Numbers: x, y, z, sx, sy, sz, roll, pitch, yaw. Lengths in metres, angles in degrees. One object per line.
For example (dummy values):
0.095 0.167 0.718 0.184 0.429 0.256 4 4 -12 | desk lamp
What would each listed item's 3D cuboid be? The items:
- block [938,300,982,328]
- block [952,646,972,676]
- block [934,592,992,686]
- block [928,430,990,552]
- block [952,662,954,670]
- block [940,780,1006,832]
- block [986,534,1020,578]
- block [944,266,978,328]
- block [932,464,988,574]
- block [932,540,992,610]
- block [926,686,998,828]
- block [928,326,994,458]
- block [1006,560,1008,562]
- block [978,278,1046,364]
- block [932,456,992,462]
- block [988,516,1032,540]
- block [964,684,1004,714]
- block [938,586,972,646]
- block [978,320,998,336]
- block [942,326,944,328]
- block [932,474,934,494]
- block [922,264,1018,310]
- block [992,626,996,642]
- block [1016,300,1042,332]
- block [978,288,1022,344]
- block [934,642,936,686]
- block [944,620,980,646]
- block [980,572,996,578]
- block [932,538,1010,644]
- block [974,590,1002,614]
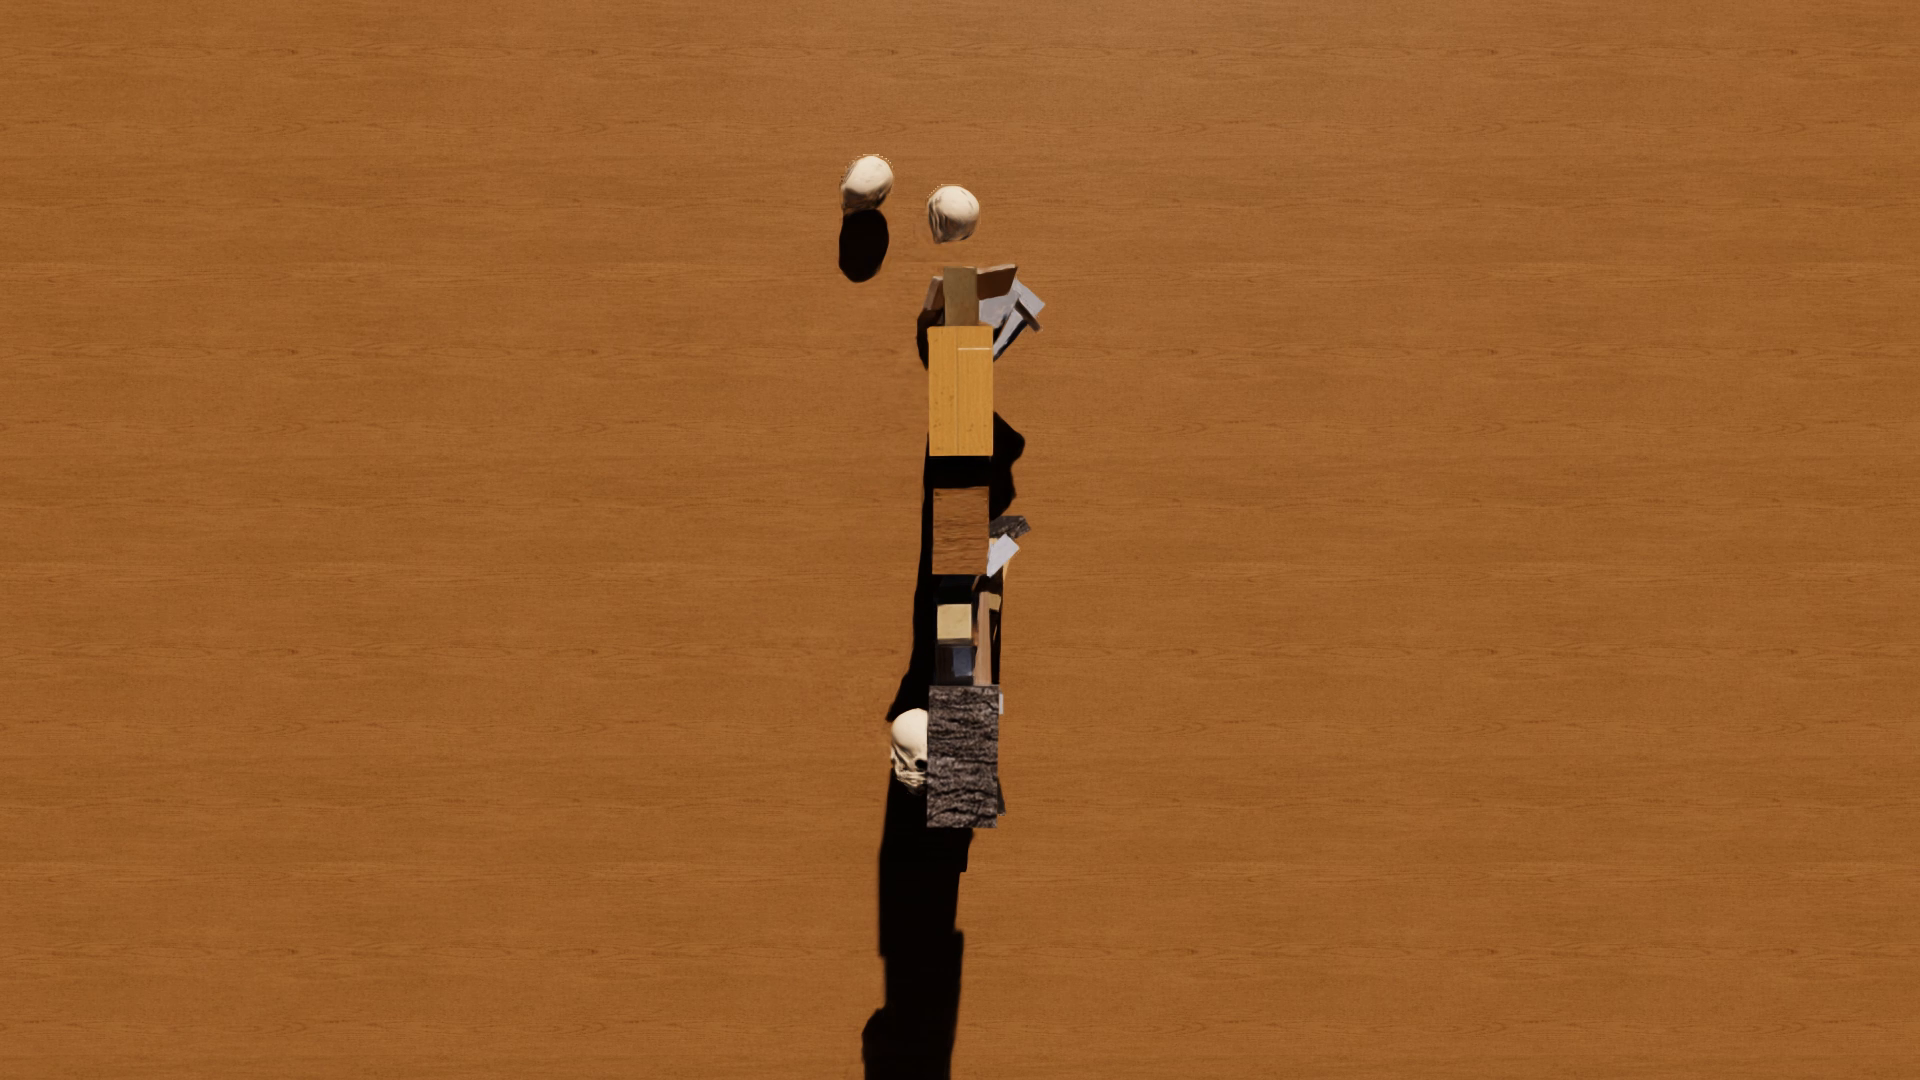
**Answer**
0.019 -0.735 5.337 0.155 0.310 0.044 -20 90 -6 | block
0.006 0.307 4.301 0.047 0.013 0.094 -4 89 1 | block
0.007 0.286 4.423 0.146 0.041 0.293 -2 89 -1 | block
-0.004 -0.137 4.497 0.166 0.047 0.332 1 100 0 | block
0.003 0.334 4.354 0.047 0.094 0.013 0 90 1 | block
0.020 0.661 4.475 0.171 0.832 0.048 -16 92 -1 | block
0.106 0.044 4.646 0.120 0.017 0.060 -44 89 -6 | block
0.003 -0.636 4.357 0.087 0.025 0.174 6 108 22 | block
0.000 -0.051 4.187 0.138 0.039 0.275 1 100 0 | block
0.009 0.092 4.475 0.088 0.374 0.025 4 116 11 | block
0.006 0.529 4.034 0.171 0.048 0.341 1 90 -1 | block
0.002 -0.368 4.109 0.160 0.045 0.320 -1 89 0 | block
0.104 0.034 4.721 0.060 0.120 0.017 38 84 -11 | block
0.105 -0.669 5.146 0.155 0.044 0.311 42 97 -1 | block
0.004 -0.247 4.291 0.160 0.320 0.045 0 85 0 | block
0.100 -0.015 5.147 0.165 0.594 0.047 -29 93 -4 | block
0.020 0.410 4.229 0.171 0.341 0.048 -3 90 -1 | block
-0.013 0.194 4.254 0.088 0.025 0.176 -2 47 3 | block
0.034 -0.597 4.804 0.080 0.274 0.023 24 113 9 | block
-0.009 -0.572 4.506 0.087 0.174 0.025 -5 94 -10 | block
-0.002 -0.141 4.331 0.138 0.275 0.039 1 88 0 | block
0.034 -0.708 4.602 0.025 0.471 0.087 29 115 20 | block
0.022 0.263 4.946 0.165 0.329 0.047 10 89 0 | block
0.189 -0.703 5.010 0.024 0.170 0.085 -36 58 9 | block
0.108 -0.682 4.924 0.085 0.024 0.170 31 108 7 | block
0.002 0.381 5.136 0.170 0.048 0.340 0 90 0 | block
0.006 0.242 4.313 0.088 0.176 0.025 1 101 0 | block
0.067 0.095 4.709 0.060 0.120 0.017 11 89 -2 | block
0.038 0.152 4.780 0.165 0.047 0.329 12 75 1 | block
0.036 0.166 4.600 0.146 0.293 0.041 12 86 1 | block
